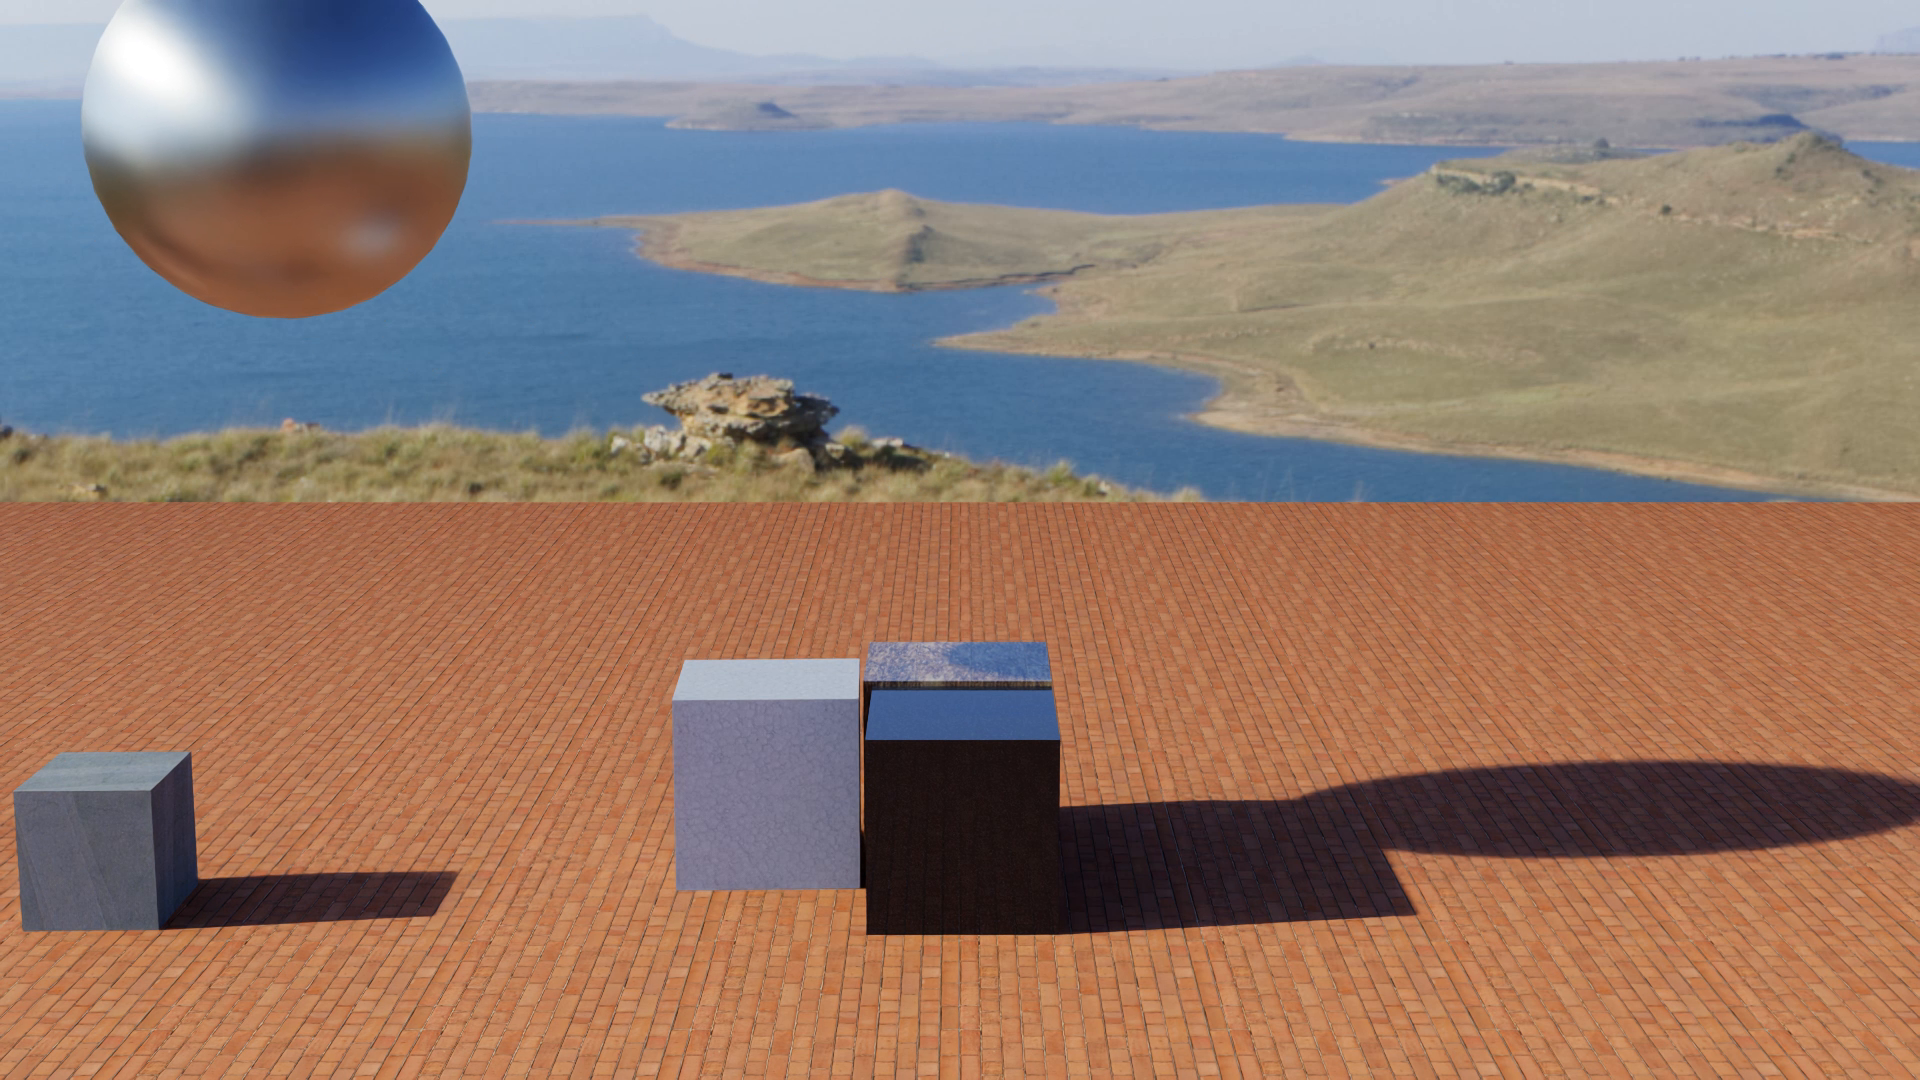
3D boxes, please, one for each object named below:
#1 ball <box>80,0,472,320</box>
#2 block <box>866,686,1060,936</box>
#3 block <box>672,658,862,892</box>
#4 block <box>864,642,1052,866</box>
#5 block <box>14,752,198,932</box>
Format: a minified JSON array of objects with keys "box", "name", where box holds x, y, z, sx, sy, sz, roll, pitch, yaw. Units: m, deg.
[{"box":[-2.879,-1.738,10.864,1.600,1.600,1.600,0,10,0],"name":"ball"},{"box":[0.010,1.139,10.977,0.795,0.831,0.929,0,10,0],"name":"block"},{"box":[-0.849,1.037,11.478,0.801,0.854,0.768,0,10,-2],"name":"block"},{"box":[-0.011,0.973,11.834,0.835,0.852,0.796,0,10,0],"name":"block"},{"box":[-3.615,1.271,10.895,0.560,0.601,0.617,0,10,-1],"name":"block"}]
